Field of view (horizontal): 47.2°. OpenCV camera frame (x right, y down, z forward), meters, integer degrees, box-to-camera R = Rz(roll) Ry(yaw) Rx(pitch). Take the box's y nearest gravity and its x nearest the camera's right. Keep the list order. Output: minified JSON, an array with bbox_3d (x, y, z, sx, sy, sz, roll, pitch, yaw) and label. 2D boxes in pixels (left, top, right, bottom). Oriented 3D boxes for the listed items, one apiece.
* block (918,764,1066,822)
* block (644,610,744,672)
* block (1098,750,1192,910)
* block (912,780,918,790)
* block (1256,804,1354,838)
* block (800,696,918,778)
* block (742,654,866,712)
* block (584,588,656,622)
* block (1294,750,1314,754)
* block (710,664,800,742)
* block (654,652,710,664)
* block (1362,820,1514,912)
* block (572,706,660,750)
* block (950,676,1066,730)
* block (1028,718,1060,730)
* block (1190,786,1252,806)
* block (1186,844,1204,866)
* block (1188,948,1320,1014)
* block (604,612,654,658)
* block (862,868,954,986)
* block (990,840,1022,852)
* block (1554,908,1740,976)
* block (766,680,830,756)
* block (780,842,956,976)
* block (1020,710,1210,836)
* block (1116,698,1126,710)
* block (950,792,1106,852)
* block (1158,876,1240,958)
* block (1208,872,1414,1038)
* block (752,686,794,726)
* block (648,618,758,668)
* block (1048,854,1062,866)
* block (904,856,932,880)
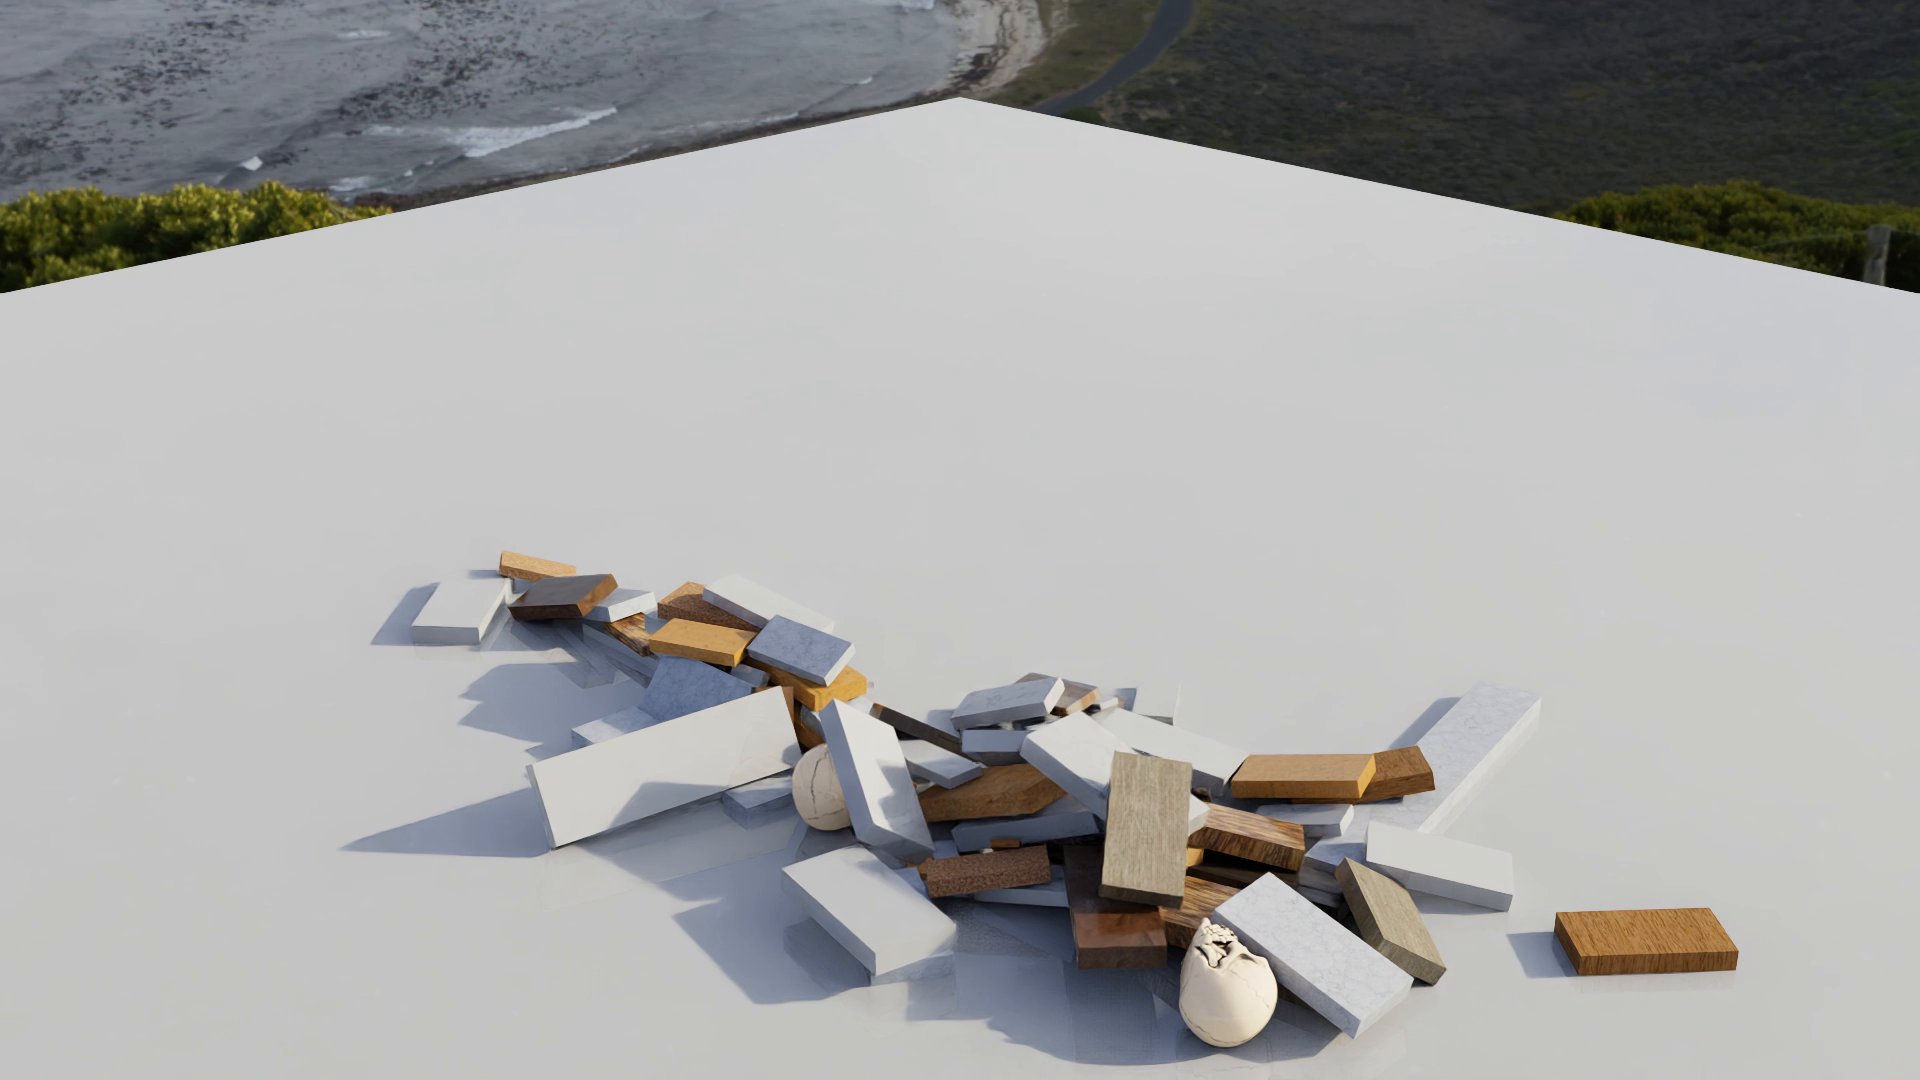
[{"bbox_3d":[0.070,0.498,4.357,0.334,0.047,0.167,-12,9,45],"label":"block"},{"bbox_3d":[-0.564,0.209,4.938,0.279,0.040,0.139,22,32,38],"label":"block"},{"bbox_3d":[0.338,0.523,3.991,0.147,0.042,0.293,9,48,1],"label":"block"},{"bbox_3d":[-0.154,0.500,4.460,0.026,0.093,0.186,1,19,-34],"label":"block"},{"bbox_3d":[0.674,0.556,4.354,0.190,0.027,0.095,-5,16,27],"label":"block"},{"bbox_3d":[-0.198,0.416,4.638,0.136,0.039,0.272,-21,47,-40],"label":"block"},{"bbox_3d":[-0.338,0.280,4.755,0.136,0.039,0.272,-17,31,-36],"label":"block"},{"bbox_3d":[-0.856,0.152,5.273,0.130,0.037,0.259,-20,15,-39],"label":"block"},{"bbox_3d":[0.695,0.476,4.614,0.134,0.019,0.067,-12,26,-26],"label":"block"},{"bbox_3d":[-0.415,0.339,4.826,0.279,0.040,0.139,35,39,31],"label":"block"},{"bbox_3d":[-0.547,0.283,4.941,0.279,0.040,0.140,34,38,31],"label":"block"},{"bbox_3d":[0.909,0.619,4.185,0.277,0.039,0.139,13,28,6],"label":"block"},{"bbox_3d":[-0.662,0.449,4.643,0.161,0.046,0.321,-20,30,-39],"label":"block"},{"bbox_3d":[0.104,0.355,4.774,0.229,0.032,0.114,-12,20,27],"label":"block"},{"bbox_3d":[0.256,0.452,4.602,0.131,0.037,0.262,-12,28,-21],"label":"block"},{"bbox_3d":[0.562,0.507,4.533,0.182,0.026,0.091,-12,26,-27],"label":"block"},{"bbox_3d":[0.360,0.574,4.225,0.106,0.030,0.211,-7,21,-32],"label":"block"},{"bbox_3d":[0.589,0.752,3.929,0.321,0.046,0.161,17,28,34],"label":"block"},{"bbox_3d":[-0.748,0.218,5.146,0.094,0.027,0.187,-16,28,-34],"label":"block"},{"bbox_3d":[-0.121,0.707,4.040,0.152,0.043,0.304,-6,24,-13],"label":"block"},{"bbox_3d":[0.093,0.597,4.238,0.054,0.015,0.109,-1,-21,8],"label":"block"},{"bbox_3d":[1.244,0.728,3.993,0.287,0.041,0.144,-1,23,-3],"label":"block"},{"bbox_3d":[-0.342,0.355,4.751,0.136,0.039,0.272,-21,45,-41],"label":"block"},{"bbox_3d":[-0.170,0.669,4.013,0.168,0.048,0.337,-15,27,-31],"label":"block"},{"bbox_3d":[0.292,0.457,4.163,0.334,0.047,0.167,36,35,29],"label":"block"},{"bbox_3d":[0.316,0.366,4.879,0.101,0.014,0.050,3,23,6],"label":"block"},{"bbox_3d":[0.164,0.531,4.277,0.334,0.047,0.167,-14,11,36],"label":"block"},{"bbox_3d":[0.397,0.675,4.026,0.161,0.046,0.321,-23,21,-40],"label":"block"},{"bbox_3d":[0.609,0.718,3.824,0.321,0.046,0.161,35,40,30],"label":"block"},{"bbox_3d":[-0.392,0.393,4.605,0.085,0.171,0.024,1,-3,-28],"label":"block"},{"bbox_3d":[-0.558,0.222,4.793,0.213,0.030,0.107,9,27,23],"label":"block"},{"bbox_3d":[0.194,0.631,4.255,0.109,0.015,0.054,18,29,36],"label":"block"},{"bbox_3d":[-0.079,0.627,4.265,0.050,0.014,0.100,-5,23,-11],"label":"block"}]
